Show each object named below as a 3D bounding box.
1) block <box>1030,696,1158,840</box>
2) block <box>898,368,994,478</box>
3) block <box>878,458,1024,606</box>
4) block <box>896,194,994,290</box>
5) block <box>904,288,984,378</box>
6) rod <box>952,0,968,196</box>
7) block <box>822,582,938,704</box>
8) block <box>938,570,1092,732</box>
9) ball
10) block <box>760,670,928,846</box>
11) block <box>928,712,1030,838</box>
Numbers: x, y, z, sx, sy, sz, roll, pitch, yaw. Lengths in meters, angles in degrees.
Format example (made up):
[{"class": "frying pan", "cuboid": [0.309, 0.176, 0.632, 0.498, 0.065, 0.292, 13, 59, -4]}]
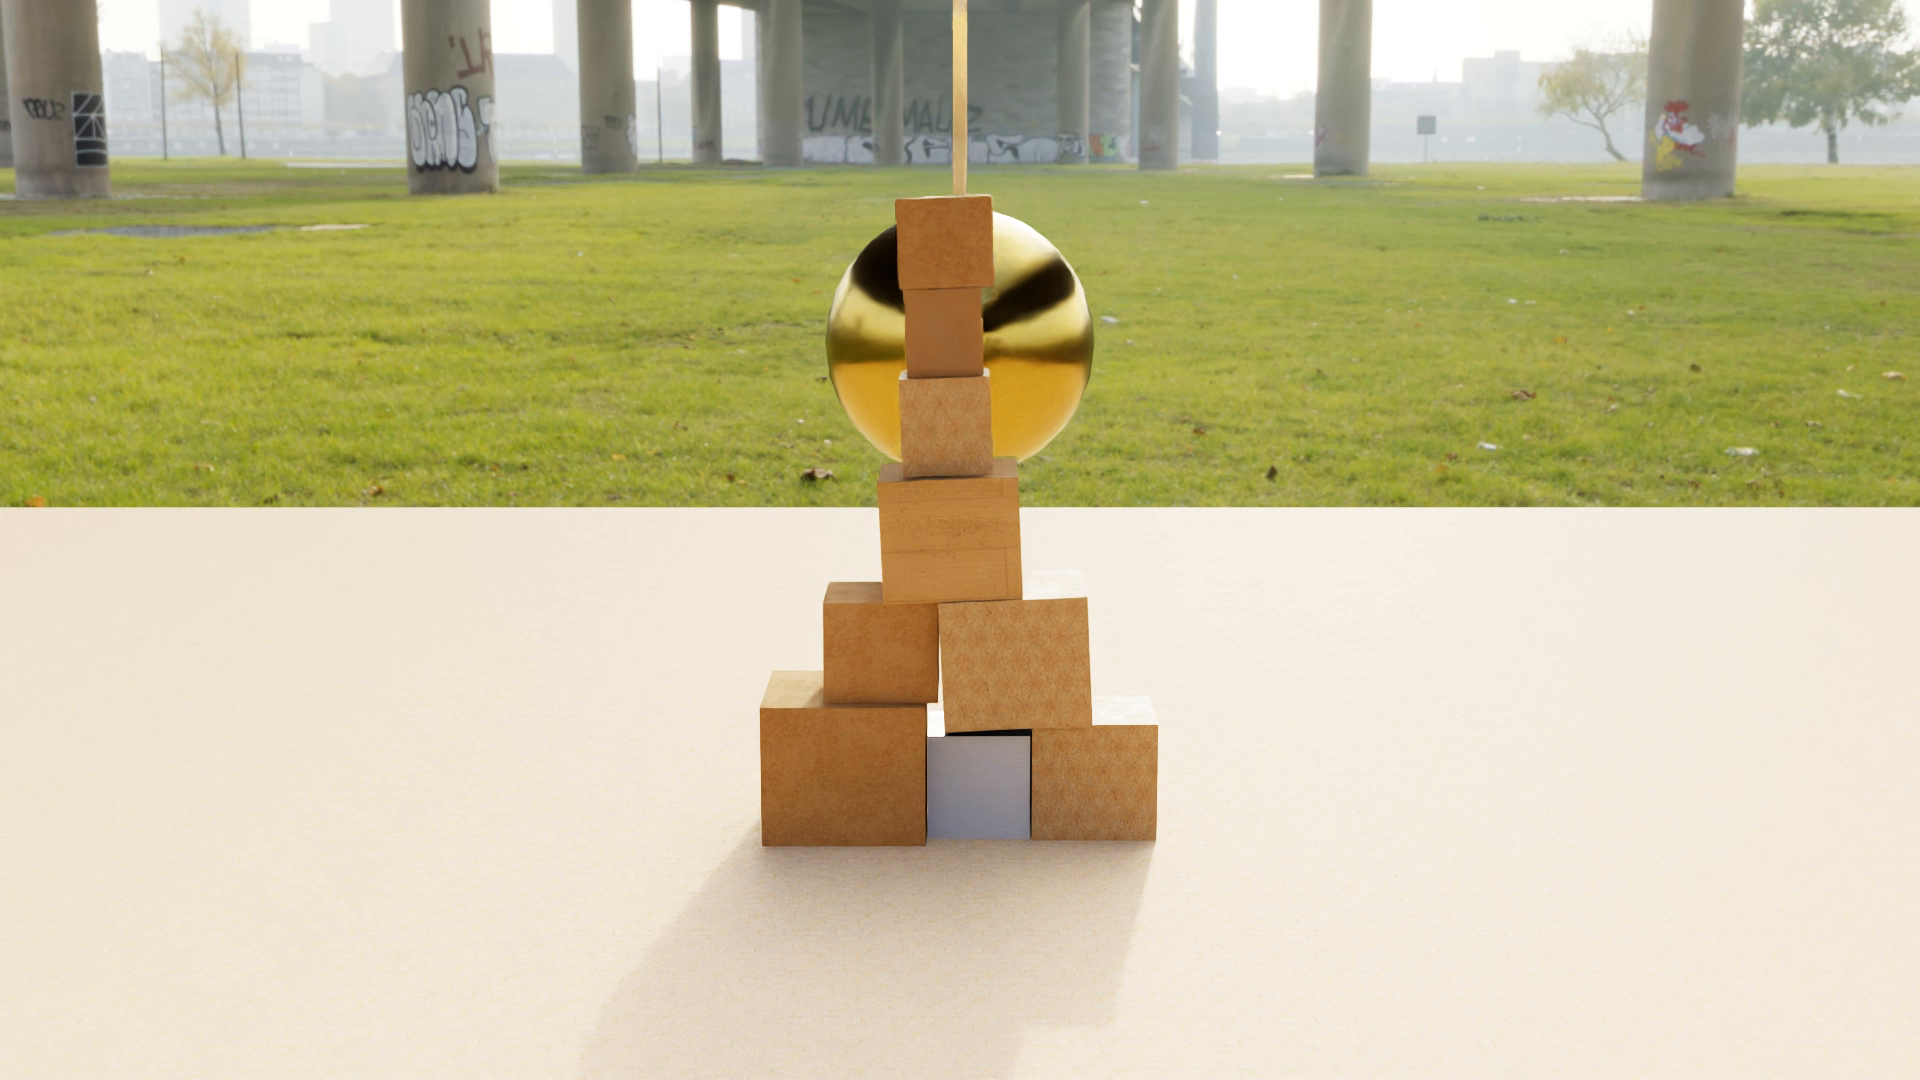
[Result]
[{"class": "block", "cuboid": [0.682, 1.176, 11.401, 0.635, 0.608, 0.580, 0, 10, 0]}, {"class": "block", "cuboid": [-0.068, -0.594, 11.059, 0.448, 0.485, 0.453, -2, 10, 1]}, {"class": "block", "cuboid": [-0.045, -0.052, 11.164, 0.694, 0.614, 0.662, -2, 10, 1]}, {"class": "block", "cuboid": [-0.068, -1.482, 10.927, 0.469, 0.439, 0.421, -2, 10, 1]}, {"class": "block", "cuboid": [-0.077, -1.048, 10.986, 0.379, 0.434, 0.395, -2, 10, 1]}, {"class": "rod", "cuboid": [0.000, -4.099, 11.349, 0.080, 5.200, 0.080, 0, 31, 0]}, {"class": "block", "cuboid": [-0.397, 0.518, 11.264, 0.574, 0.514, 0.548, 0, 10, 0]}, {"class": "block", "cuboid": [0.277, 0.559, 11.277, 0.742, 0.657, 0.697, -3, 10, 1]}, {"class": "ball", "cuboid": [0.000, -1.170, 13.076, 1.600, 1.600, 1.600, 0, 10, 0]}, {"class": "block", "cuboid": [-0.586, 1.119, 11.403, 0.826, 0.718, 0.789, 0, 10, 0]}, {"class": "block", "cuboid": [0.096, 1.212, 11.389, 0.517, 0.540, 0.491, 0, 10, 0]}]
